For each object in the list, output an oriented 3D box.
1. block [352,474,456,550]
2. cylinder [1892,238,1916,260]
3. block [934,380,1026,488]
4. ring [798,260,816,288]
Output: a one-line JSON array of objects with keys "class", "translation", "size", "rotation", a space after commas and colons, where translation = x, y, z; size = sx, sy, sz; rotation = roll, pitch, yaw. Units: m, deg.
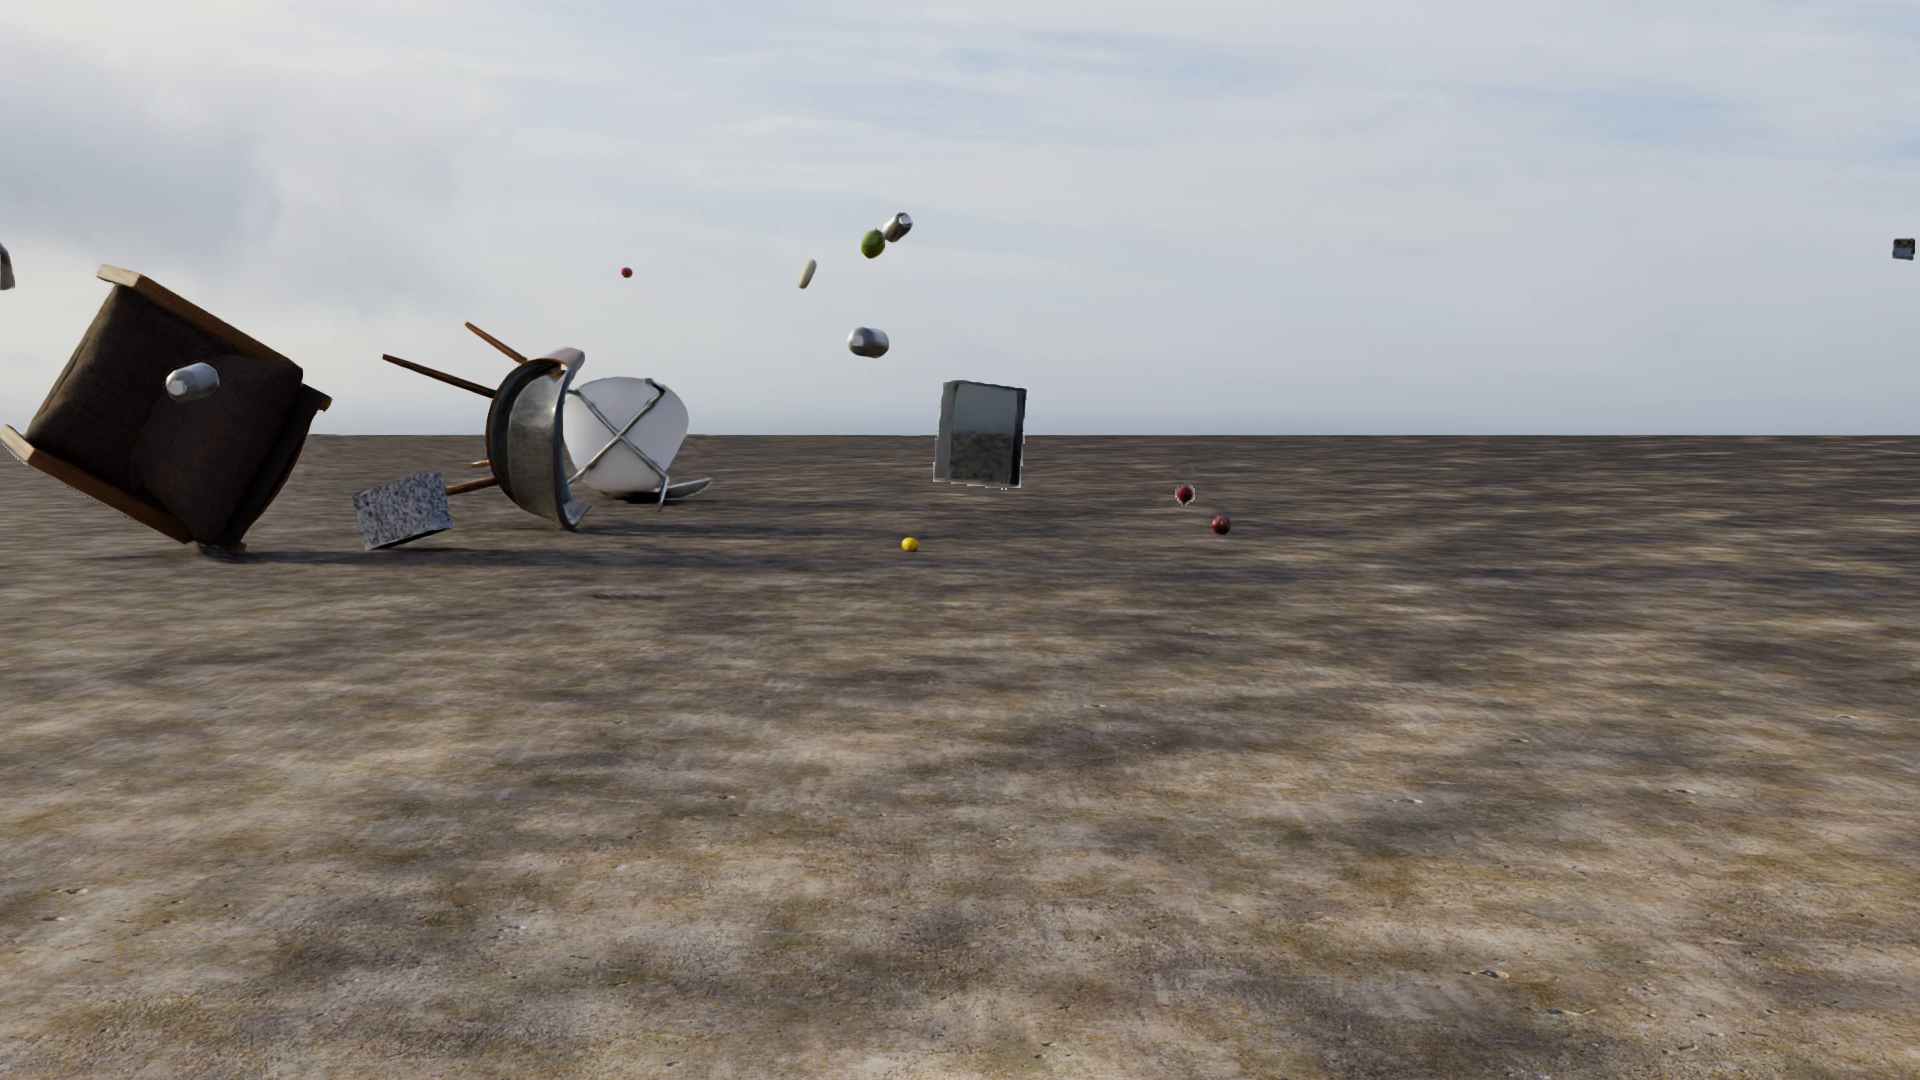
[{"class": "block", "translation": [-1.554, -0.079, 6.145], "size": [0.221, 0.158, 0.117], "rotation": [-15, -1, 19]}, {"class": "cylinder", "translation": [1.939, -0.598, 4.519], "size": [0.040, 0.043, 0.044], "rotation": [6, -1, 20]}, {"class": "block", "translation": [0.076, -0.391, 8.115], "size": [0.275, 0.357, 0.150], "rotation": [6, -3, -19]}, {"class": "ring", "translation": [-0.576, -1.005, 8.288], "size": [0.040, 0.085, 0.166], "rotation": [28, 39, -12]}]
